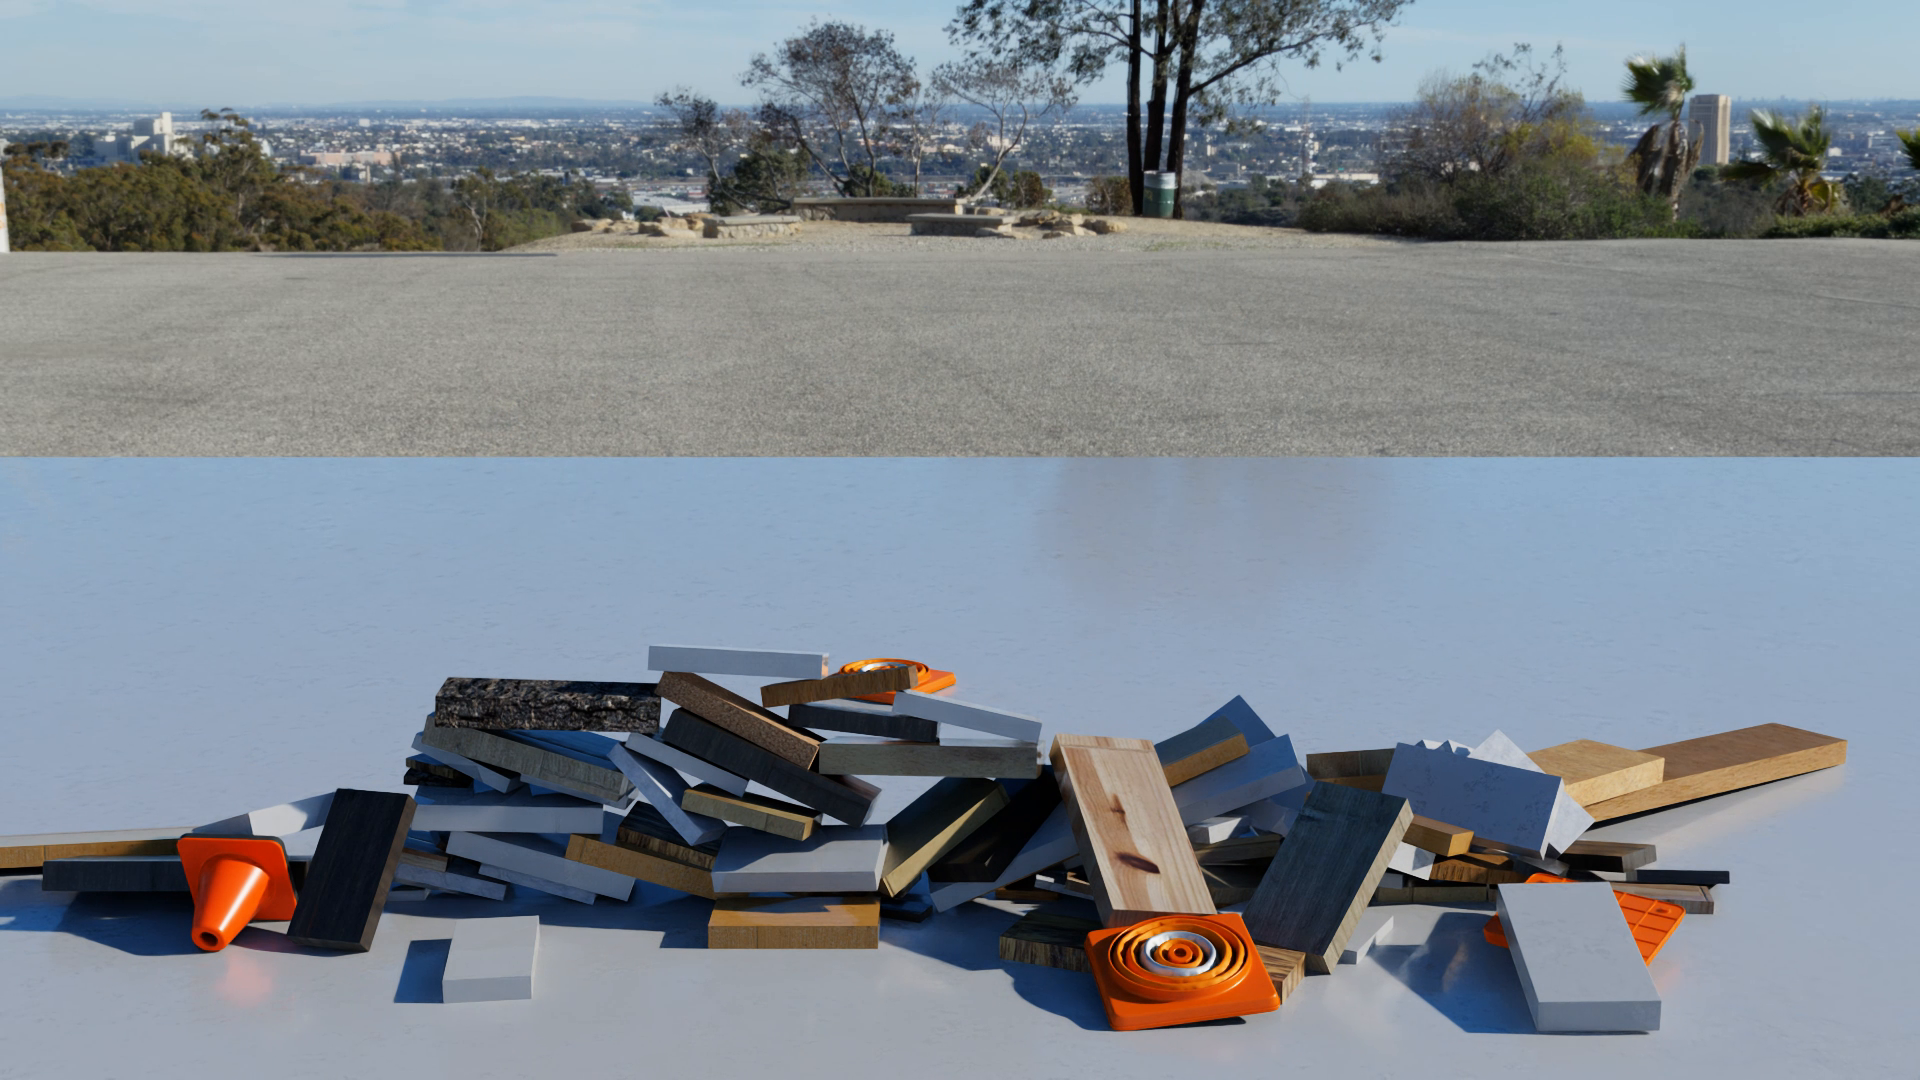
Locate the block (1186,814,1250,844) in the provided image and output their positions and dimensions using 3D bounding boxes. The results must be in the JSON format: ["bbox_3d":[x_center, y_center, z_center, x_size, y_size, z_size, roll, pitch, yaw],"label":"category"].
[{"bbox_3d":[0.310,0.483,3.788,0.098,0.028,0.417,-9,4,-40],"label":"block"}]

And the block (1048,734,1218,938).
[{"bbox_3d":[0.270,0.465,3.506,0.170,0.048,0.415,5,33,-16],"label":"block"}]

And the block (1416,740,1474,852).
[{"bbox_3d":[0.873,0.456,3.830,0.112,0.223,0.032,13,-45,-40],"label":"block"}]

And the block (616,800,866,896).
[{"bbox_3d":[-0.355,0.522,3.625,0.414,0.026,0.090,17,24,6],"label":"block"}]

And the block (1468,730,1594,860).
[{"bbox_3d":[0.970,0.438,3.778,0.112,0.032,0.223,-32,69,-36],"label":"block"}]

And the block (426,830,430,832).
[{"bbox_3d":[-0.858,0.523,3.922,0.392,0.040,0.140,-1,11,-7],"label":"block"}]

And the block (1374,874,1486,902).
[{"bbox_3d":[0.779,0.577,3.672,0.178,0.025,0.089,0,11,-1],"label":"block"}]

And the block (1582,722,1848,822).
[{"bbox_3d":[1.330,0.447,4.180,1.014,0.047,0.167,-5,12,-37],"label":"block"}]

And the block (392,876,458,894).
[{"bbox_3d":[-0.892,0.563,3.672,0.117,0.017,0.058,13,10,-10],"label":"block"}]

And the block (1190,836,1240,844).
[{"bbox_3d":[0.343,0.514,3.789,0.252,0.036,0.126,-6,1,-6],"label":"block"}]

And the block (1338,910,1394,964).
[{"bbox_3d":[0.617,0.620,3.449,0.072,0.021,0.180,6,12,28],"label":"block"}]

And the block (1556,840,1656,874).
[{"bbox_3d":[1.078,0.540,3.761,0.098,0.028,0.195,-9,2,-39],"label":"block"}]

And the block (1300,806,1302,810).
[{"bbox_3d":[0.762,0.506,3.847,0.318,0.045,0.159,5,6,-36],"label":"block"}]

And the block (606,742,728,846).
[{"bbox_3d":[-0.474,0.408,3.572,0.206,0.029,0.103,44,11,14],"label":"block"}]

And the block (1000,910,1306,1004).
[{"bbox_3d":[0.291,0.632,3.345,0.447,0.036,0.126,5,12,24],"label":"block"}]

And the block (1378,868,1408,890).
[{"bbox_3d":[0.656,0.549,3.682,0.178,0.025,0.089,3,11,18],"label":"block"}]

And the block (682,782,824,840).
[{"bbox_3d":[-0.333,0.435,3.540,0.206,0.029,0.103,13,6,12],"label":"block"}]

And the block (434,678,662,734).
[{"bbox_3d":[-0.665,0.268,3.580,0.351,0.050,0.176,2,6,-7],"label":"block"}]

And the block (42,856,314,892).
[{"bbox_3d":[-1.268,0.550,3.634,0.426,0.048,0.170,0,-5,0],"label":"block"}]

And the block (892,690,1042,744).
[{"bbox_3d":[0.013,0.290,3.638,0.244,0.035,0.122,12,-1,1],"label":"block"}]

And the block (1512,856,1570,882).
[{"bbox_3d":[0.966,0.544,3.654,0.072,0.021,0.145,20,6,22],"label":"block"}]

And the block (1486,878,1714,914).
[{"bbox_3d":[1.055,0.585,3.636,0.355,0.021,0.076,2,11,10],"label":"block"}]

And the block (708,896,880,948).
[{"bbox_3d":[-0.260,0.606,3.482,0.264,0.037,0.132,0,11,0],"label":"block"}]

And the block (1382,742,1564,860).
[{"bbox_3d":[0.858,0.438,3.706,0.284,0.136,0.039,11,-25,28],"label":"block"}]

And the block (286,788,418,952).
[{"bbox_3d":[-0.959,0.519,3.473,0.127,0.254,0.036,3,-32,14],"label":"block"}]

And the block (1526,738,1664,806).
[{"bbox_3d":[1.109,0.423,3.977,0.335,0.047,0.167,-6,13,-42],"label":"block"}]

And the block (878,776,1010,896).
[{"bbox_3d":[-0.057,0.477,3.611,0.264,0.037,0.132,-36,25,-26],"label":"block"}]

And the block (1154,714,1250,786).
[{"bbox_3d":[0.357,0.380,3.751,0.254,0.036,0.127,-23,12,-3],"label":"block"}]

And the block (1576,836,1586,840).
[{"bbox_3d":[1.023,0.536,3.904,0.151,0.021,0.076,-3,11,-14],"label":"block"}]

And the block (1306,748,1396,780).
[{"bbox_3d":[0.780,0.425,4.069,0.170,0.048,0.339,-7,-12,28],"label":"block"}]

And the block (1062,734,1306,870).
[{"bbox_3d":[0.366,0.438,3.684,0.422,0.036,0.127,-21,17,7],"label":"block"}]

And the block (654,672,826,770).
[{"bbox_3d":[-0.354,0.292,3.613,0.281,0.040,0.140,26,1,7],"label":"block"}]

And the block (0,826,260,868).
[{"bbox_3d":[-1.721,0.540,3.790,0.975,0.036,0.127,-2,3,-9],"label":"block"}]

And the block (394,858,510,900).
[{"bbox_3d":[-0.848,0.551,3.670,0.193,0.027,0.097,14,10,-6],"label":"block"}]

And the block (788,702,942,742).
[{"bbox_3d":[-0.157,0.301,3.644,0.244,0.035,0.122,6,-1,3],"label":"block"}]

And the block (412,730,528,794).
[{"bbox_3d":[-0.811,0.363,3.659,0.181,0.026,0.090,24,10,11],"label":"block"}]

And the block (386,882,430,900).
[{"bbox_3d":[-0.945,0.583,3.662,0.117,0.017,0.059,-1,11,-3],"label":"block"}]

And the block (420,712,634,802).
[{"bbox_3d":[-0.698,0.343,3.644,0.339,0.048,0.170,16,9,6],"label":"block"}]

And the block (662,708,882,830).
[{"bbox_3d":[-0.304,0.368,3.602,0.351,0.050,0.175,24,1,4],"label":"block"}]

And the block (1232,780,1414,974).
[{"bbox_3d":[0.569,0.522,3.435,0.159,0.045,0.318,8,48,37],"label":"block"}]

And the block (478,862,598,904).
[{"bbox_3d":[-0.693,0.552,3.655,0.194,0.027,0.097,16,10,-3],"label":"block"}]
